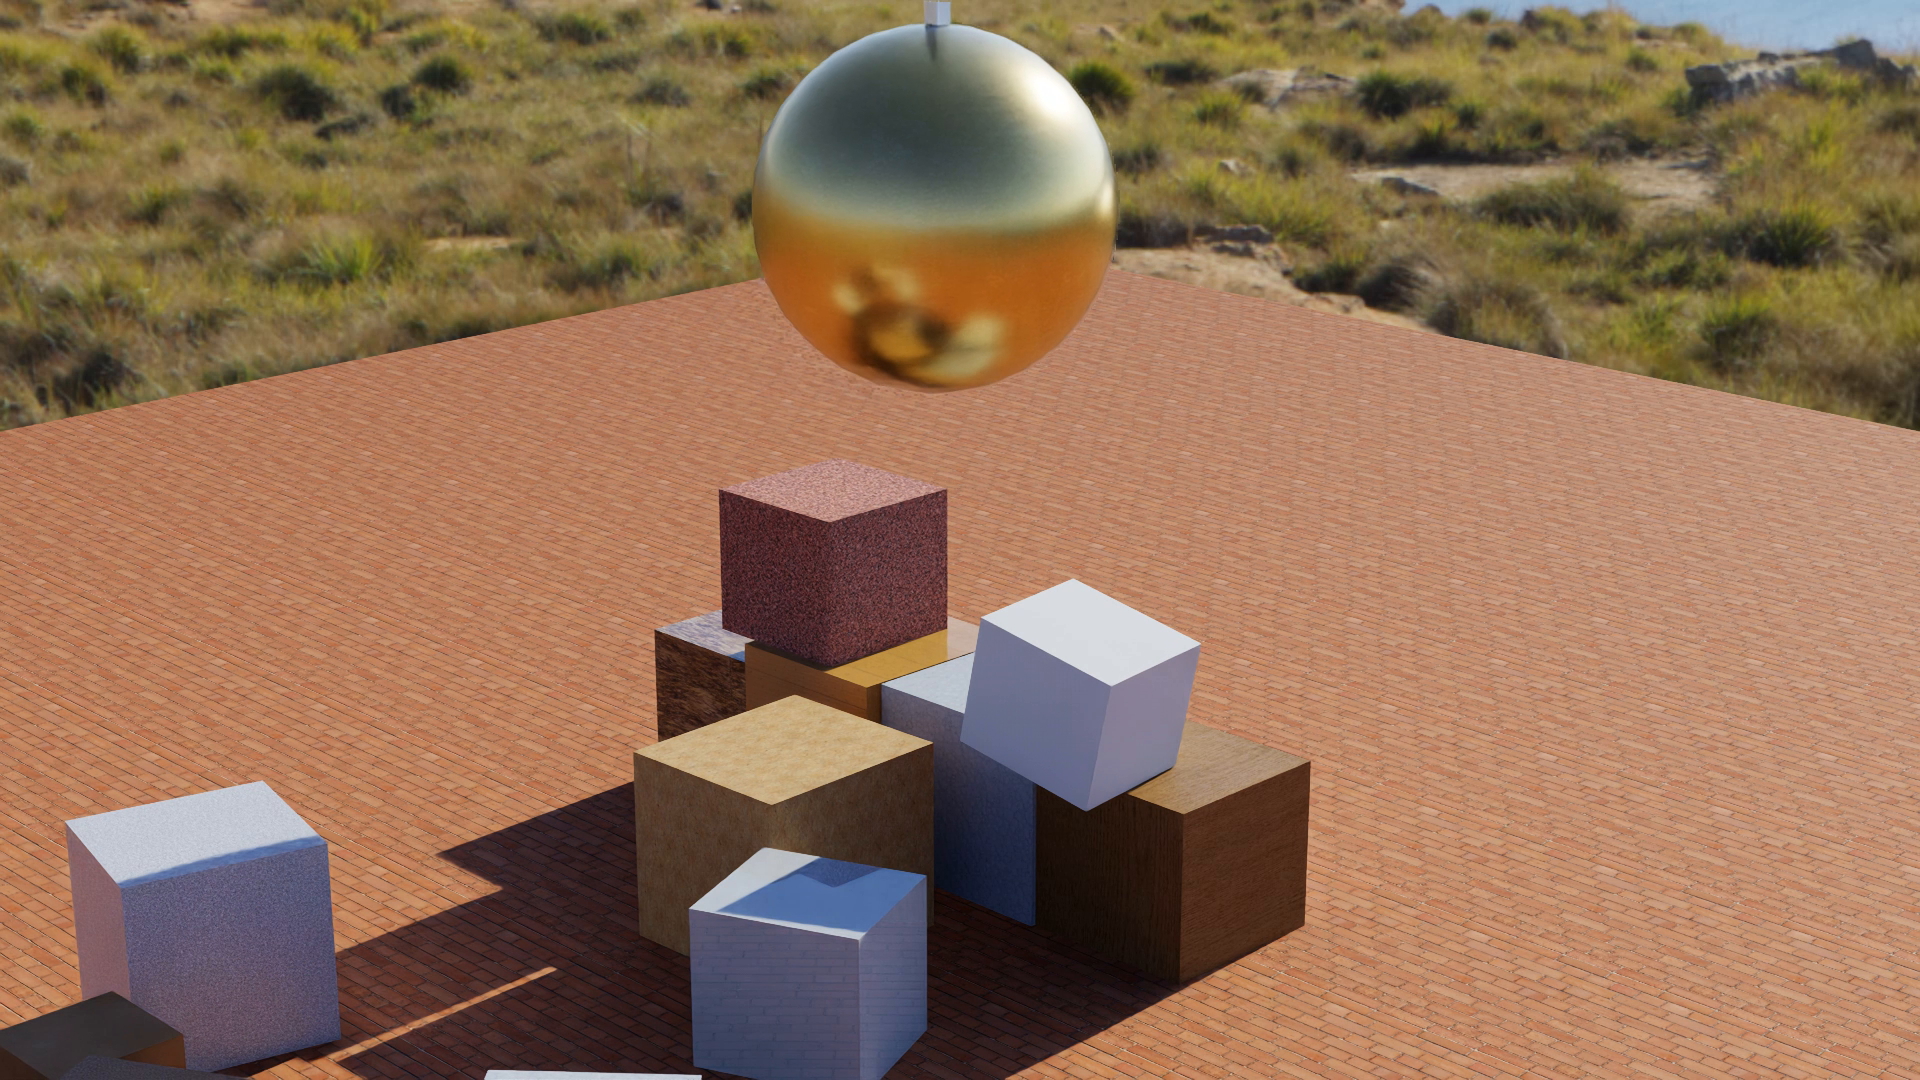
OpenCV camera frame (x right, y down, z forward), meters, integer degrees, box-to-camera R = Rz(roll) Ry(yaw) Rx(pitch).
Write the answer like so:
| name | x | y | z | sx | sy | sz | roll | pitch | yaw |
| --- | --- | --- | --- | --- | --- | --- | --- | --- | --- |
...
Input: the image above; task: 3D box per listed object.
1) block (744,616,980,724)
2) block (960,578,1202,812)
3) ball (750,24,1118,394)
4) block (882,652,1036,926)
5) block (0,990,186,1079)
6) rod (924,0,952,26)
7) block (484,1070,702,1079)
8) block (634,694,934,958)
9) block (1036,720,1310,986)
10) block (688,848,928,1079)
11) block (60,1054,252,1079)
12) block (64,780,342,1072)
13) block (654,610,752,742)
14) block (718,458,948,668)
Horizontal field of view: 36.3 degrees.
| name | x | y | z | sx | sy | sz | roll | pitch | yaw |
| --- | --- | --- | --- | --- | --- | --- | --- | --- | --- |
| block | -0.379 | 0.901 | 13.994 | 0.960 | 0.891 | 0.840 | -17 | 24 | -42 |
| block | 0.509 | 0.648 | 12.454 | 0.698 | 0.601 | 0.631 | 27 | 31 | 32 |
| ball | -0.112 | -1.441 | 12.772 | 1.600 | 1.600 | 1.600 | 0 | 17 | 0 |
| block | 0.285 | 1.086 | 13.405 | 0.949 | 0.891 | 0.870 | 17 | 24 | 42 |
| block | -3.228 | 2.072 | 10.884 | 0.522 | 0.520 | 0.508 | -17 | 24 | -42 |
| rod | -0.048 | -4.702 | 11.813 | 0.080 | 5.200 | 0.080 | 17 | 22 | 42 |
| block | -1.252 | 2.291 | 9.699 | 0.727 | 0.812 | 0.696 | 1 | 17 | 3 |
| block | -0.759 | 1.303 | 12.760 | 0.867 | 0.862 | 0.958 | 16 | 23 | 41 |
| block | 0.927 | 1.329 | 12.816 | 0.841 | 0.780 | 0.838 | -17 | 24 | -42 |
| block | -0.597 | 1.721 | 11.725 | 0.731 | 0.685 | 0.653 | 7 | 19 | 22 |
| block | -2.905 | 2.251 | 10.222 | 0.671 | 0.575 | 0.688 | 5 | 18 | 16 |
| block | -3.066 | 1.581 | 11.877 | 0.825 | 0.861 | 0.774 | -10 | 20 | -30 |
| block | -0.951 | 0.794 | 14.564 | 0.804 | 0.752 | 0.764 | -17 | 24 | -42 |
| block | -0.598 | 0.091 | 13.921 | 0.762 | 0.697 | 0.762 | 17 | 24 | 42 |
